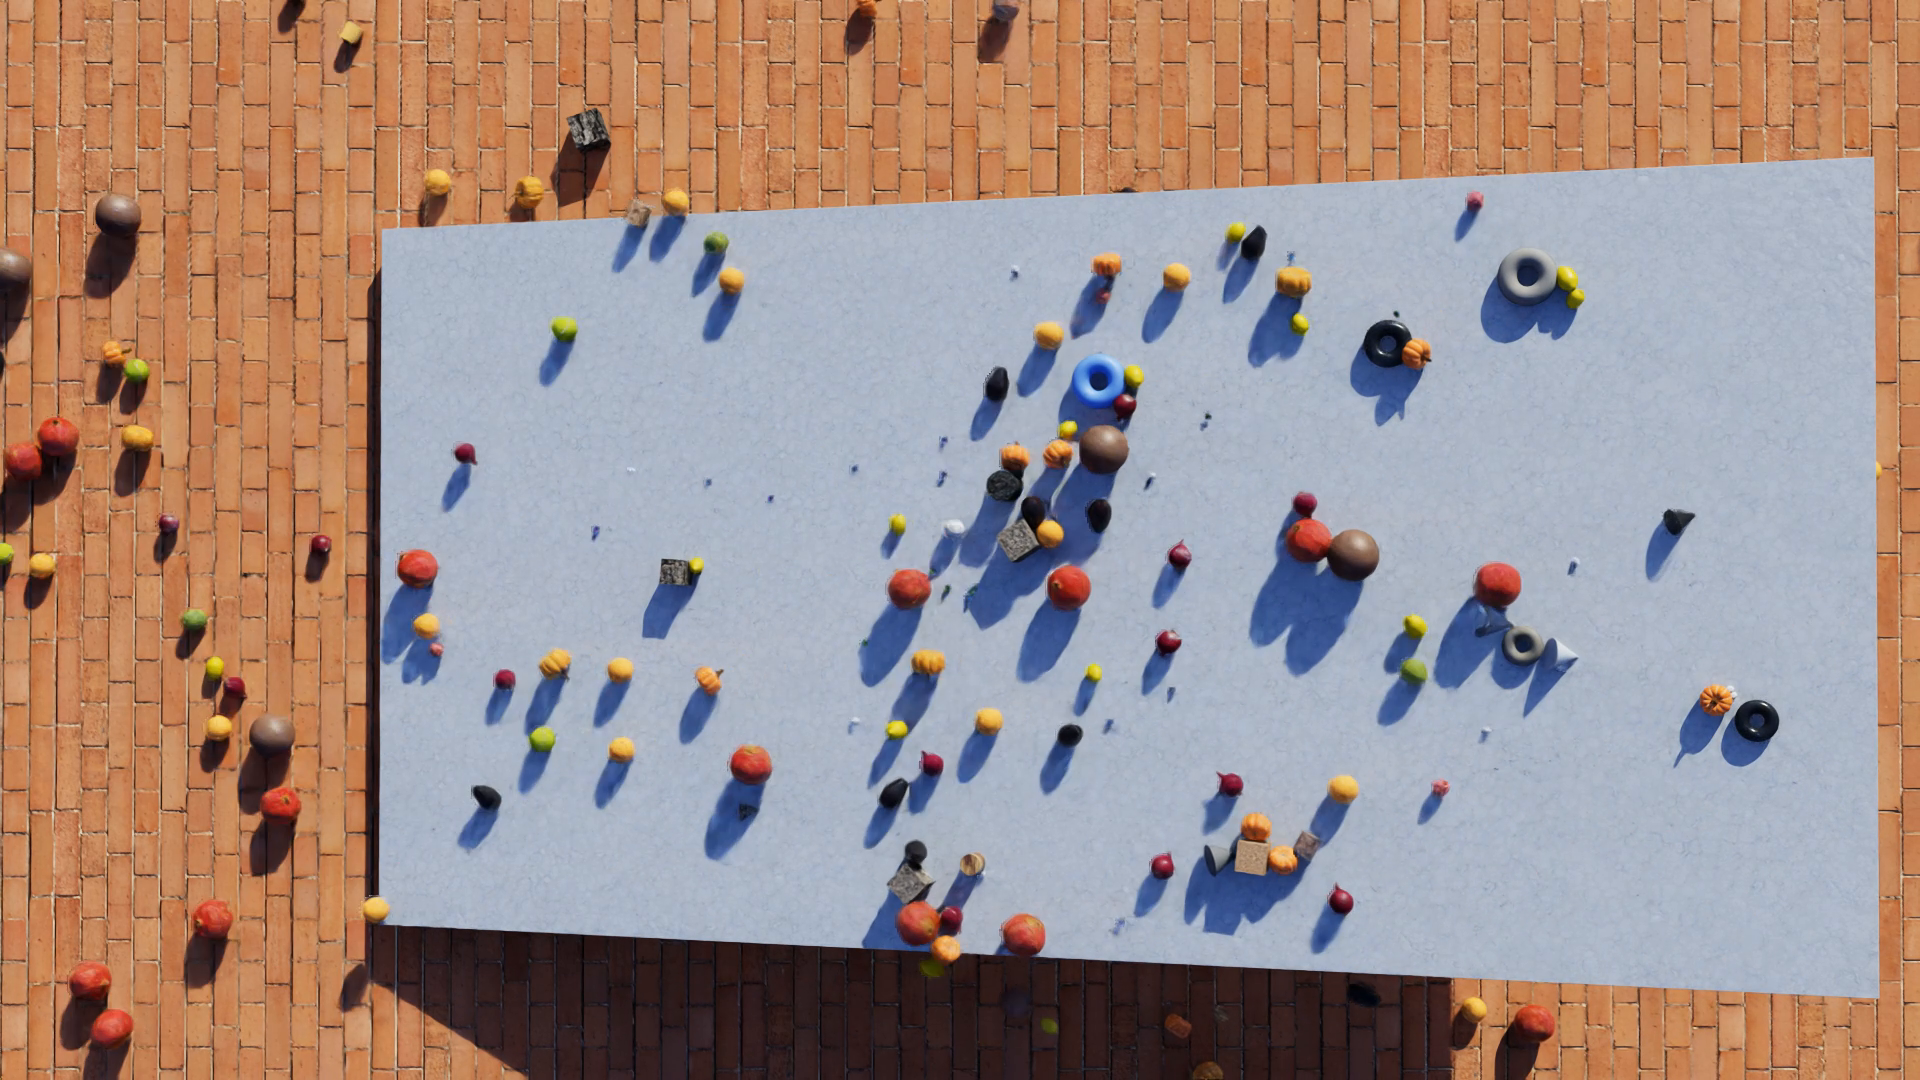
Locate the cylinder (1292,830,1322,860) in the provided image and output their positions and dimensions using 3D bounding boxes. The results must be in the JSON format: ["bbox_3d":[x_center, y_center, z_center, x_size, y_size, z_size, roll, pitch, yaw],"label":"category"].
[{"bbox_3d":[0.878,0.771,5.558,0.056,0.056,0.056,27,97,0],"label":"cylinder"}]

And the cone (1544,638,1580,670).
[{"bbox_3d":[1.487,0.284,5.402,0.078,0.078,0.078,7,89,-11],"label":"cone"}]

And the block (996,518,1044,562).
[{"bbox_3d":[0.157,0.002,5.762,0.082,0.082,0.082,-34,80,13],"label":"block"}]

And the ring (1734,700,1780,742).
[{"bbox_3d":[1.913,0.434,5.278,0.102,0.034,0.102,0,88,15],"label":"ring"}]

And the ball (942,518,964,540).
[{"bbox_3d":[-0.016,-0.028,5.825,0.057,0.057,0.057,0,89,0],"label":"ball"}]

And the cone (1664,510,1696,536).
[{"bbox_3d":[1.756,-0.052,5.332,0.067,0.067,0.067,-19,89,-12],"label":"cone"}]

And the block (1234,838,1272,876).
[{"bbox_3d":[0.744,0.804,5.585,0.076,0.076,0.076,7,91,16],"label":"block"}]

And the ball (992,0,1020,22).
[{"bbox_3d":[0.134,-1.554,6.404,0.085,0.085,0.085,0,89,0],"label":"ball"}]

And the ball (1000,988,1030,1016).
[{"bbox_3d":[0.158,1.336,6.362,0.083,0.083,0.083,0,89,0],"label":"ball"}]

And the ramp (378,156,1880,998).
[{"bbox_3d":[0.269,0.096,5.823,4.000,0.100,2.000,0,89,16],"label":"ramp"}]

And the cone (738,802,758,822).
[{"bbox_3d":[-0.572,0.737,5.990,0.054,0.054,0.054,-5,89,-11],"label":"cone"}]

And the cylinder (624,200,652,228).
[{"bbox_3d":[-0.890,-0.902,6.086,0.059,0.059,0.059,27,97,0],"label":"cylinder"}]

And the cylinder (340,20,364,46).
[{"bbox_3d":[-1.775,-1.479,6.418,0.052,0.052,0.052,31,90,0],"label":"cylinder"}]

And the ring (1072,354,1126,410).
[{"bbox_3d":[0.362,-0.412,5.728,0.145,0.048,0.145,0,90,15],"label":"ring"}]

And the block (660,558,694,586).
[{"bbox_3d":[-0.778,0.088,6.036,0.068,0.068,0.068,5,91,16],"label":"block"}]

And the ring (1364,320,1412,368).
[{"bbox_3d":[1.076,-0.493,5.528,0.122,0.041,0.122,0,90,15],"label":"ring"}]

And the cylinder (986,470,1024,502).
[{"bbox_3d":[0.117,-0.140,5.777,0.080,0.080,0.080,0,89,16],"label":"cylinder"}]

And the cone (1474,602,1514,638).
[{"bbox_3d":[1.334,0.206,5.444,0.088,0.088,0.088,10,89,-11],"label":"cone"}]

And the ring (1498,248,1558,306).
[{"bbox_3d":[1.402,-0.651,5.433,0.146,0.049,0.146,0,89,17],"label":"ring"}]

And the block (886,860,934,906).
[{"bbox_3d":[-0.131,0.909,5.833,0.079,0.079,0.079,45,101,12],"label":"block"}]

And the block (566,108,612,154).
[{"bbox_3d":[-1.079,-1.190,6.395,0.092,0.092,0.092,-19,89,0],"label":"block"}]

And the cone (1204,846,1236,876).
[{"bbox_3d":[0.679,0.810,5.624,0.083,0.083,0.083,-13,89,-11],"label":"cone"}]

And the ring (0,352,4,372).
[{"bbox_3d":[-2.845,-0.518,6.412,0.116,0.039,0.116,0,88,-1],"label":"ring"}]

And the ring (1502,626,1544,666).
[{"bbox_3d":[1.389,0.262,5.430,0.101,0.034,0.101,0,91,20],"label":"ring"}]

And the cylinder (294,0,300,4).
[{"bbox_3d":[-1.938,-1.603,6.417,0.054,0.054,0.054,35,87,0],"label":"cylinder"}]

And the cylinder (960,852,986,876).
[{"bbox_3d":[0.034,0.853,5.799,0.055,0.055,0.055,0,89,16],"label":"cylinder"}]
